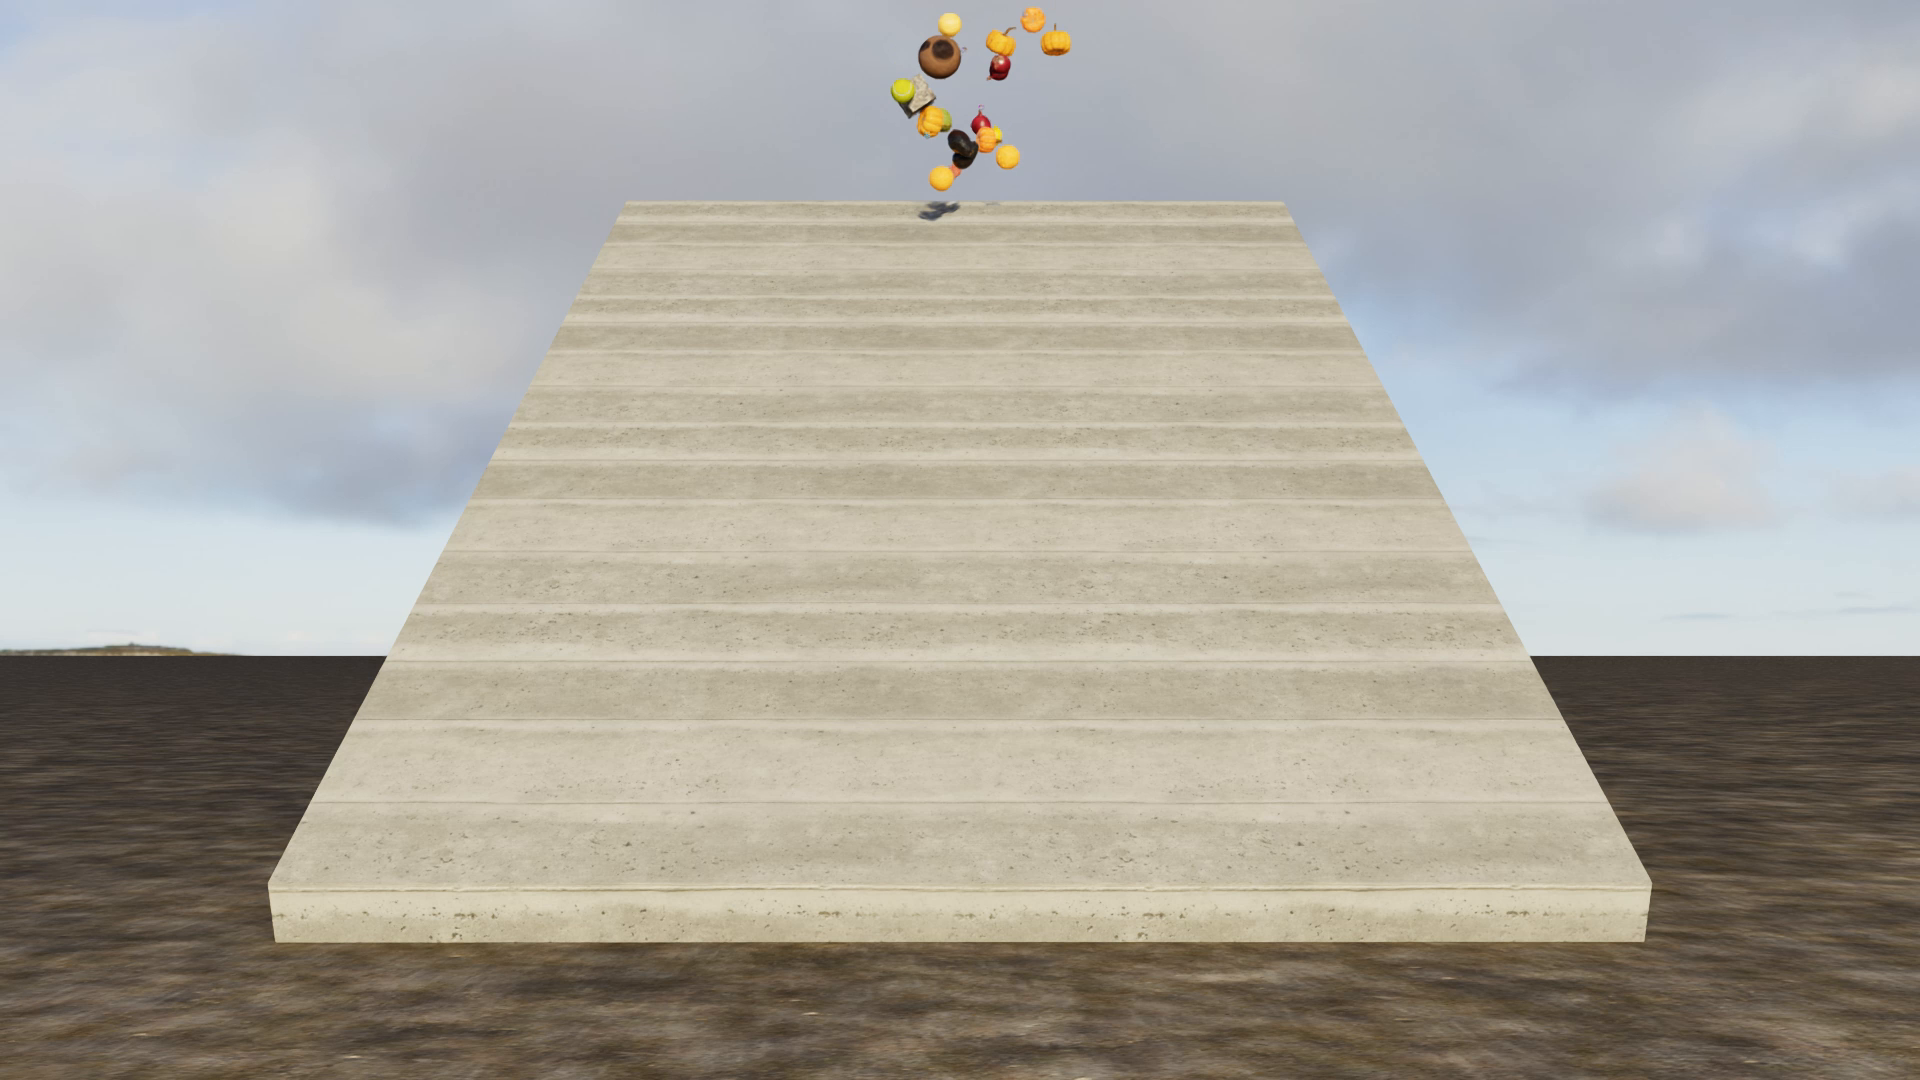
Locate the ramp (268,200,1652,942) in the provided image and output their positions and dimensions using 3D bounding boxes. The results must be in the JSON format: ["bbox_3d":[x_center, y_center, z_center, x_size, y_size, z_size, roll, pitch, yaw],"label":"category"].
[{"bbox_3d":[-0.007,-0.223,5.195,2.000,0.100,4.000,0,22,0],"label":"ramp"}]

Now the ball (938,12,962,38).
[{"bbox_3d":[-0.030,-1.495,6.688,0.070,0.070,0.070,0,-3,0],"label":"ball"}]

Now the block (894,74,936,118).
[{"bbox_3d":[-0.131,-1.280,6.644,0.082,0.082,0.082,-35,2,-9],"label":"block"}]
